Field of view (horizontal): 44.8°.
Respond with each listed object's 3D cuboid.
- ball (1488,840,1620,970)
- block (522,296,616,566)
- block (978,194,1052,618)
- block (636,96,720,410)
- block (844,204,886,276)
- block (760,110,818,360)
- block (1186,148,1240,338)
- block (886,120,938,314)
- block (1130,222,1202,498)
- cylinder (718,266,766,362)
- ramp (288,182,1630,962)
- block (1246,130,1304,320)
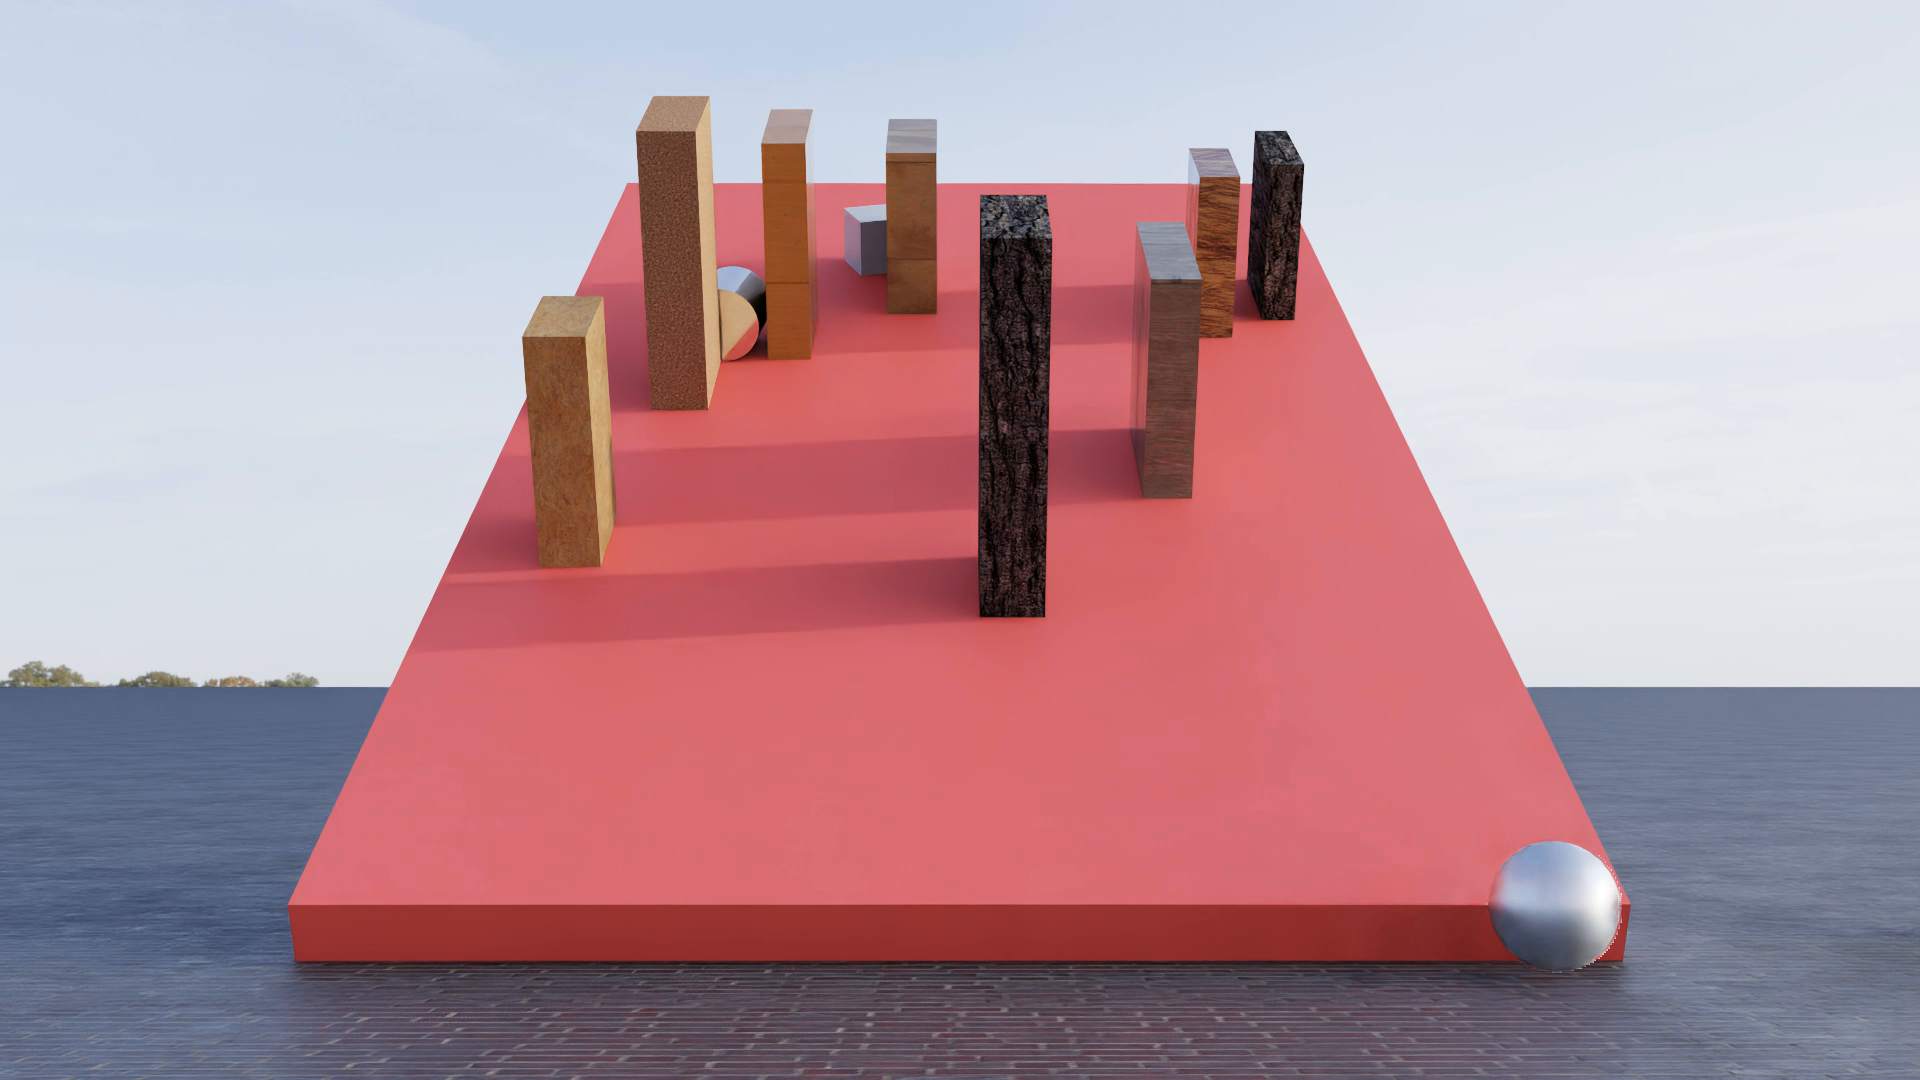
[{"bbox_3d":[0.846,0.520,3.313,0.182,0.182,0.182,0,-3,0],"label":"ball"},{"bbox_3d":[-0.763,-0.214,4.574,0.119,0.475,0.244,0,24,0],"label":"block"},{"bbox_3d":[0.098,-0.247,4.333,0.123,0.735,0.277,0,24,0],"label":"block"},{"bbox_3d":[-0.644,-0.663,5.362,0.131,0.650,0.331,0,24,0],"label":"block"},{"bbox_3d":[-0.221,-0.817,6.323,0.148,0.148,0.148,-8,26,-18],"label":"block"},{"bbox_3d":[-0.415,-0.751,5.702,0.104,0.534,0.335,0,24,0],"label":"block"},{"bbox_3d":[0.630,-0.749,5.854,0.099,0.411,0.276,0,24,0],"label":"block"},{"bbox_3d":[-0.123,-0.843,6.048,0.127,0.421,0.348,0,24,0],"label":"block"},{"bbox_3d":[0.434,-0.389,4.965,0.103,0.479,0.407,0,24,0],"label":"block"},{"bbox_3d":[-0.566,-0.554,5.691,0.183,0.183,0.183,0,24,6],"label":"cylinder"},{"bbox_3d":[-0.008,-0.228,5.312,2.000,0.100,4.000,0,24,0],"label":"ramp"},{"bbox_3d":[0.812,-0.815,6.009,0.083,0.406,0.338,0,24,0],"label":"block"}]
